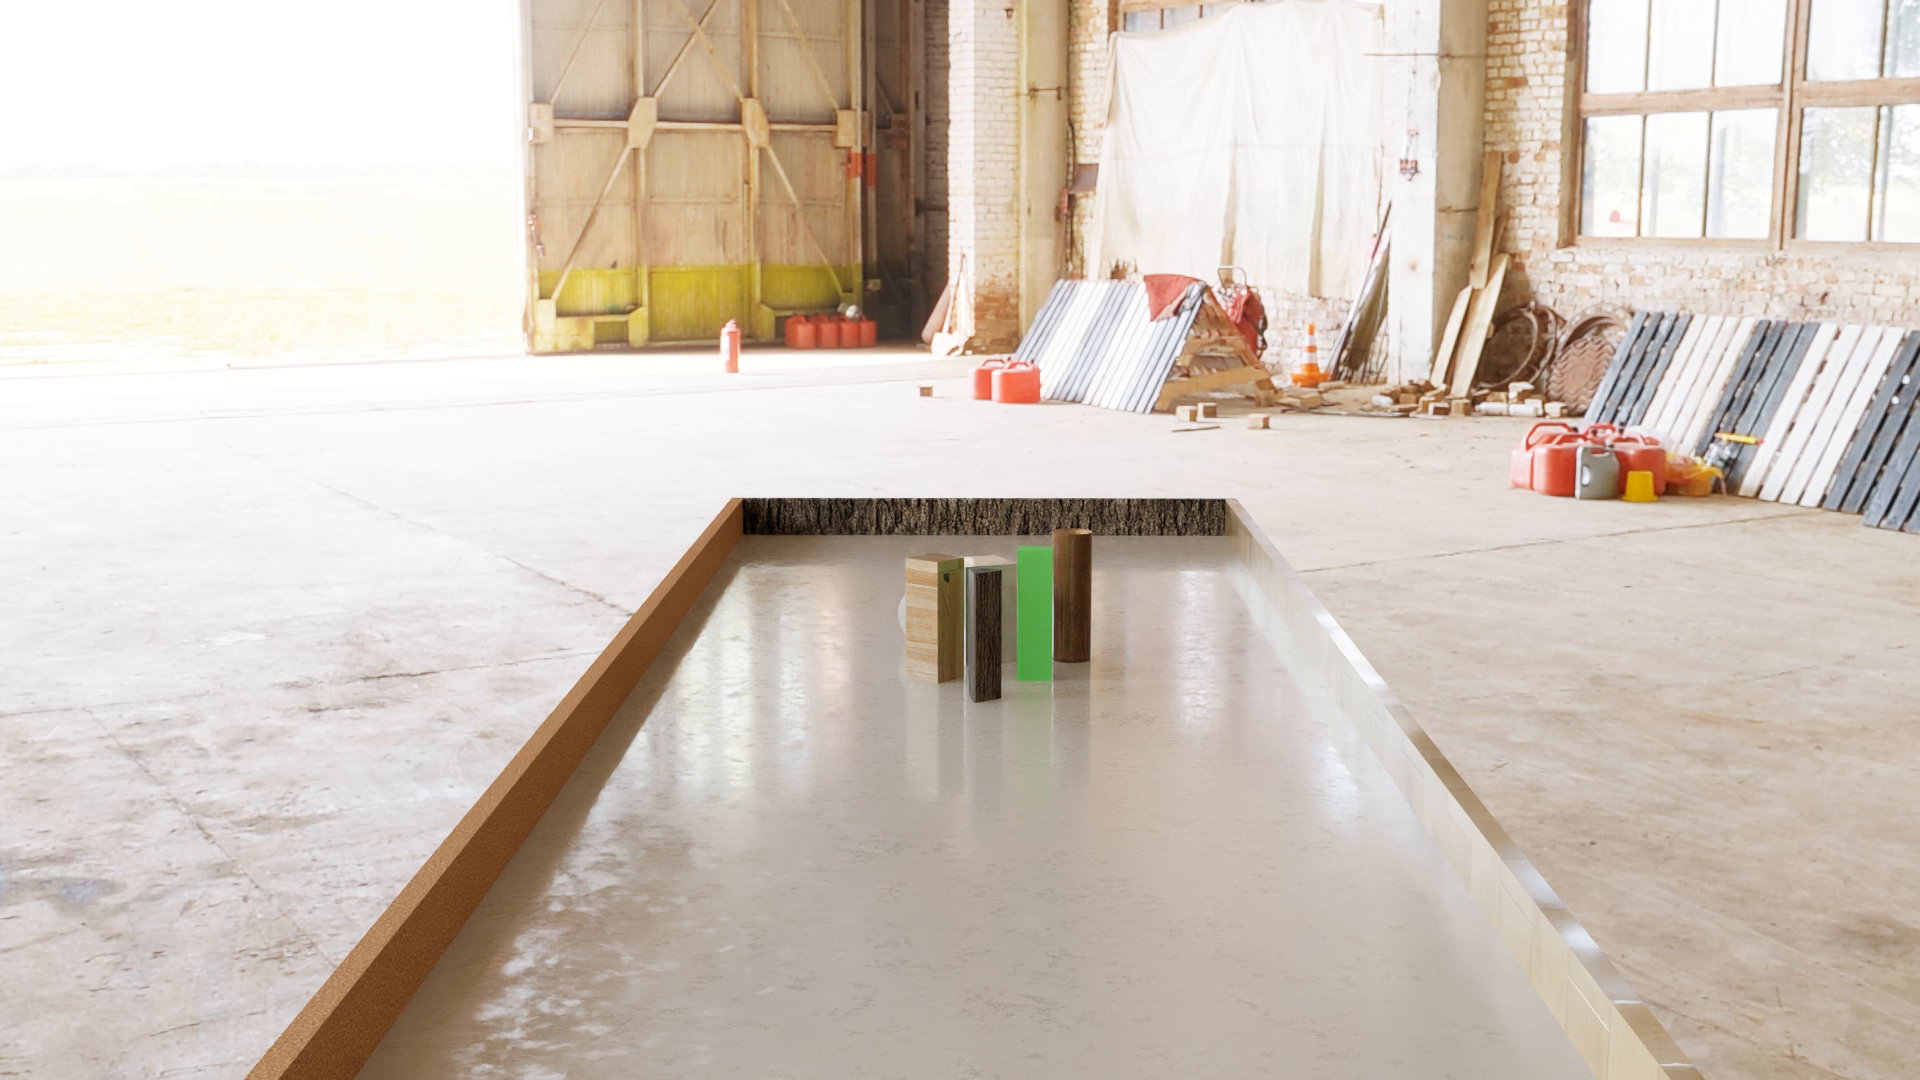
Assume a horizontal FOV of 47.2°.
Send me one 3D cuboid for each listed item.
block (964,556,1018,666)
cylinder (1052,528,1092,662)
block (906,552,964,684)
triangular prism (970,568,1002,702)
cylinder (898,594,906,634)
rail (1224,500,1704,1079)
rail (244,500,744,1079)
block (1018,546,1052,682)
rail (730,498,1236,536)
[{"bbox_3d":[0.063,0.213,6.697,0.169,0.303,0.169,-4,10,-22],"label":"block"},{"bbox_3d":[0.340,0.169,6.690,0.123,0.393,0.123,0,9,0],"label":"cylinder"},{"bbox_3d":[-0.073,0.227,6.435,0.122,0.357,0.122,7,12,39],"label":"block"},{"bbox_3d":[0.053,0.264,6.173,0.096,0.366,0.084,-7,11,-37],"label":"triangular prism"},{"bbox_3d":[-0.034,0.219,7.056,0.180,0.180,0.323,6,11,32],"label":"cylinder"},{"bbox_3d":[1.046,0.843,3.208,0.050,0.150,12.000,0,9,1],"label":"rail"},{"bbox_3d":[-1.004,0.839,3.234,0.050,0.150,12.000,0,9,1],"label":"rail"},{"bbox_3d":[0.220,0.214,6.434,0.101,0.383,0.101,0,9,3],"label":"block"},{"bbox_3d":[0.099,-0.098,9.147,2.100,0.150,0.050,0,9,1],"label":"rail"}]
